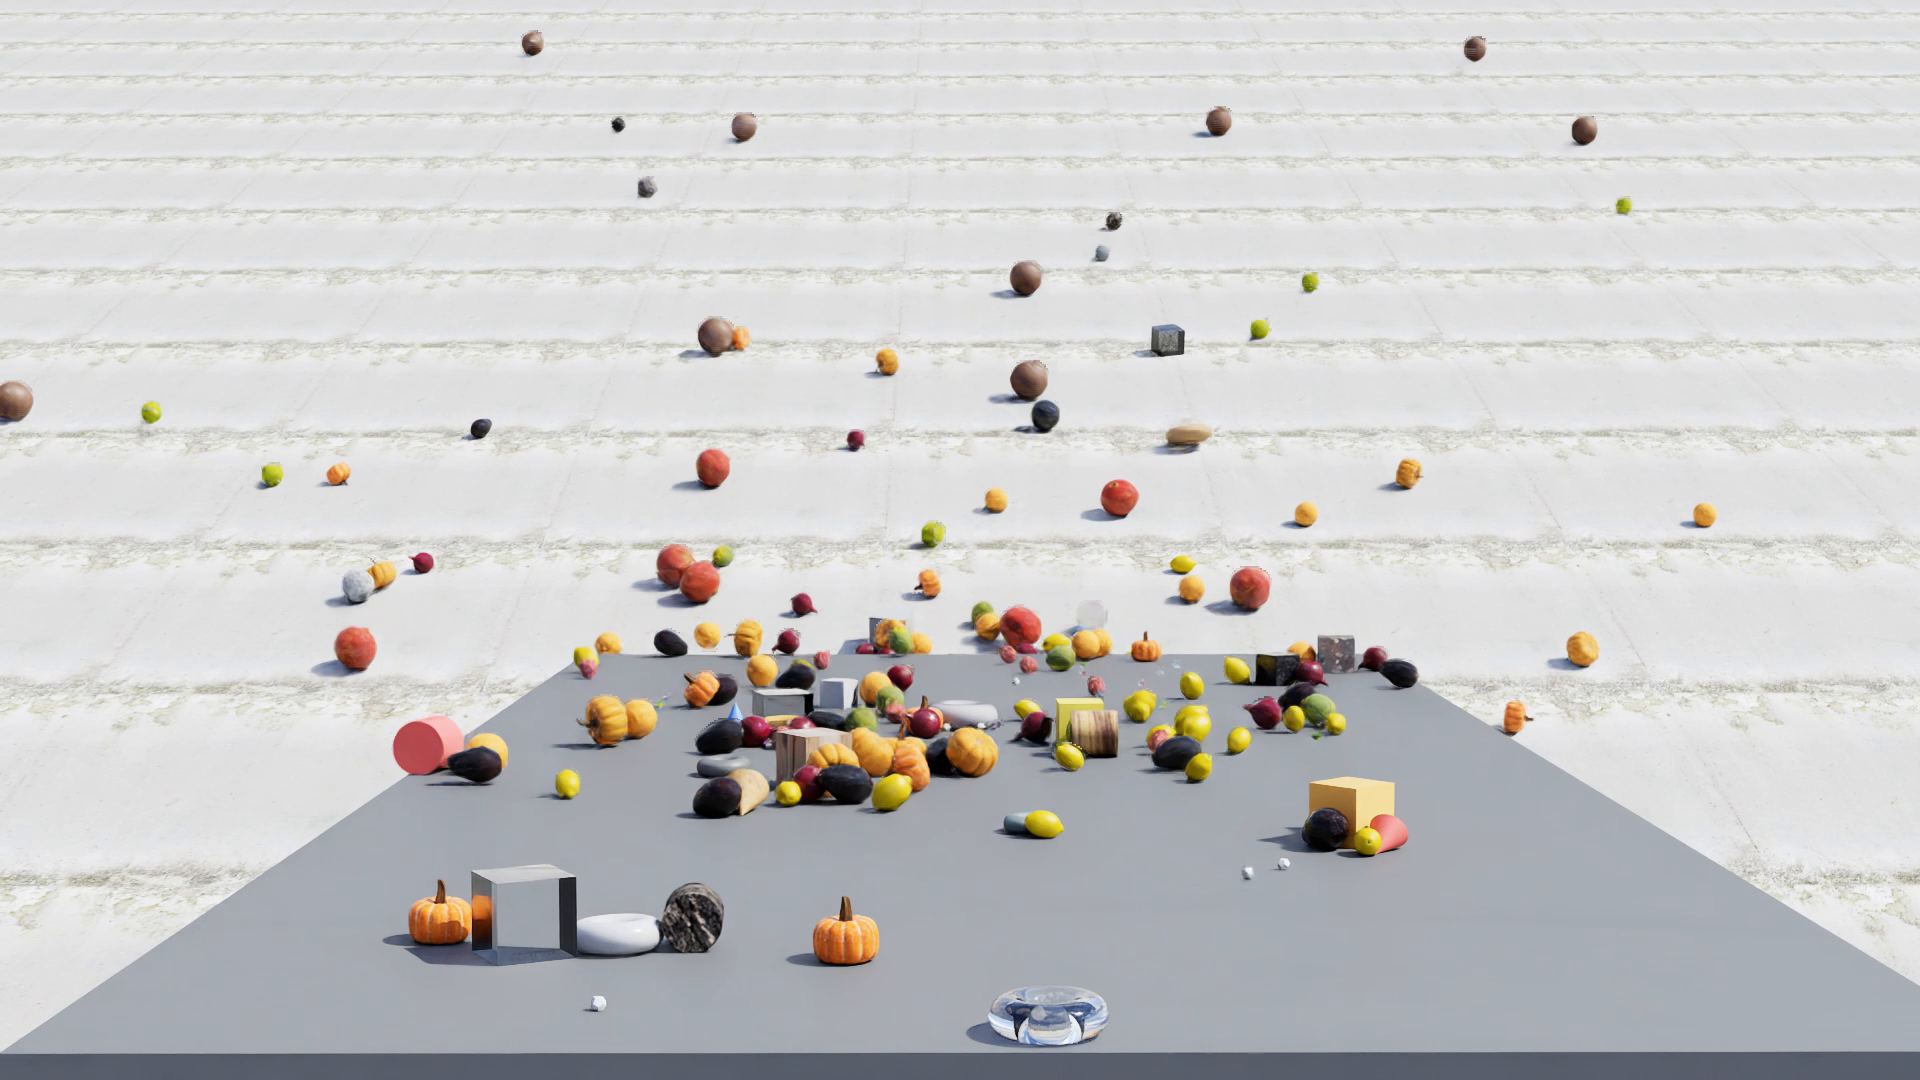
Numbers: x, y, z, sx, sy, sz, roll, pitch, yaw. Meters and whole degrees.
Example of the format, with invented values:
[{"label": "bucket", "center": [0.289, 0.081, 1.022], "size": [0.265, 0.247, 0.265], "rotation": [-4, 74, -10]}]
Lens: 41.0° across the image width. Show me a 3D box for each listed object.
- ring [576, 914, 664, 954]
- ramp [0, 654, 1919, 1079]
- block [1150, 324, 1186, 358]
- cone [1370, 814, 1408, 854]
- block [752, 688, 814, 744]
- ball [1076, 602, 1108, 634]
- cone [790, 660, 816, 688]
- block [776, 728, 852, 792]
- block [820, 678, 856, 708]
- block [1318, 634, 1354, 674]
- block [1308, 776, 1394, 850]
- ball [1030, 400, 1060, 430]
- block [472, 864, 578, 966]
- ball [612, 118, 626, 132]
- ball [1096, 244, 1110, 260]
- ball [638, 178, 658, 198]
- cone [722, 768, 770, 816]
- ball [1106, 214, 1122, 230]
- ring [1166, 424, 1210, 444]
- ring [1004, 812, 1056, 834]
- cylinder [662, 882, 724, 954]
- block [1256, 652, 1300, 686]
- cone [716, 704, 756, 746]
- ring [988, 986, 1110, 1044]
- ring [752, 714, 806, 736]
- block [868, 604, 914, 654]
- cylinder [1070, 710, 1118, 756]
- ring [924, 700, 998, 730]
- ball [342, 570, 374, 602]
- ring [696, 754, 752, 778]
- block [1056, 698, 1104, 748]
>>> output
[{"label": "ring", "center": [-0.401, 0.461, 3.007], "size": [0.111, 0.037, 0.111], "rotation": [-2, 0, 0]}, {"label": "ramp", "center": [0.049, 0.447, 4.532], "size": [2.000, 0.100, 4.000], "rotation": [0, 3, 0]}, {"label": "block", "center": [0.749, -0.719, 9.254], "size": [0.090, 0.090, 0.090], "rotation": [-8, 23, -19]}, {"label": "cone", "center": [0.601, 0.431, 3.662], "size": [0.058, 0.058, 0.058], "rotation": [11, 34, 26]}, {"label": "block", "center": [-0.335, 0.334, 4.861], "size": [0.093, 0.093, 0.093], "rotation": [-1, 3, -20]}, {"label": "ball", "center": [0.354, 0.207, 6.885], "size": [0.086, 0.086, 0.086], "rotation": [0, 21, 0]}, {"label": "cone", "center": [-0.367, 0.315, 5.796], "size": [0.066, 0.066, 0.066], "rotation": [7, 32, 17]}, {"label": "block", "center": [-0.243, 0.366, 4.278], "size": [0.091, 0.091, 0.091], "rotation": [-2, 4, -36]}, {"label": "block", "center": [-0.256, 0.322, 5.403], "size": [0.057, 0.057, 0.057], "rotation": [1, 3, 25]}, {"label": "block", "center": [0.891, 0.271, 6.091], "size": [0.084, 0.084, 0.084], "rotation": [0, 3, 6]}, {"label": "block", "center": [0.570, 0.396, 3.738], "size": [0.087, 0.087, 0.087], "rotation": [-3, 4, -42]}, {"label": "ball", "center": [0.281, -0.411, 8.452], "size": [0.099, 0.099, 0.099], "rotation": [0, 21, 0]}, {"label": "block", "center": [-0.506, 0.434, 2.981], "size": [0.095, 0.095, 0.095], "rotation": [-2, 4, -28]}, {"label": "ball", "center": [-1.690, -2.053, 12.712], "size": [0.068, 0.068, 0.068], "rotation": [0, 21, 0]}, {"label": "ball", "center": [0.581, -1.169, 10.449], "size": [0.062, 0.062, 0.062], "rotation": [0, 21, 0]}, {"label": "ball", "center": [-1.392, -1.567, 11.435], "size": [0.088, 0.088, 0.088], "rotation": [0, 21, 0]}, {"label": "cone", "center": [-0.338, 0.409, 4.007], "size": [0.075, 0.075, 0.075], "rotation": [0, 30, 0]}, {"label": "ball", "center": [0.652, -1.351, 10.904], "size": [0.071, 0.071, 0.071], "rotation": [0, 21, 0]}, {"label": "ring", "center": [0.735, -0.340, 8.282], "size": [0.149, 0.050, 0.149], "rotation": [-6, -6, -1]}, {"label": "ring", "center": [0.104, 0.422, 3.831], "size": [0.080, 0.027, 0.080], "rotation": [-1, 2, 0]}, {"label": "cylinder", "center": [-0.313, 0.444, 3.022], "size": [0.070, 0.070, 0.070], "rotation": [-2, 3, -4]}, {"label": "block", "center": [0.720, 0.293, 5.827], "size": [0.069, 0.069, 0.069], "rotation": [-2, 4, -35]}, {"label": "cone", "center": [-0.421, 0.343, 4.826], "size": [0.077, 0.077, 0.077], "rotation": [0, 3, 0]}, {"label": "ring", "center": [0.090, 0.481, 2.605], "size": [0.123, 0.041, 0.123], "rotation": [-1, 3, 0]}, {"label": "ring", "center": [-0.351, 0.357, 4.961], "size": [0.105, 0.035, 0.105], "rotation": [-1, 4, 0]}, {"label": "block", "center": [-0.180, 0.235, 6.793], "size": [0.100, 0.100, 0.100], "rotation": [4, 22, 10]}, {"label": "cylinder", "center": [0.242, 0.349, 4.647], "size": [0.083, 0.083, 0.083], "rotation": [0, 21, 1]}, {"label": "ring", "center": [0.003, 0.344, 5.069], "size": [0.146, 0.049, 0.146], "rotation": [1, 2, 0]}, {"label": "ball", "center": [-1.659, 0.127, 7.087], "size": [0.088, 0.088, 0.088], "rotation": [0, 21, 0]}, {"label": "ring", "center": [-0.405, 0.389, 4.414], "size": [0.094, 0.031, 0.094], "rotation": [-1, 4, 0]}, {"label": "block", "center": [0.224, 0.342, 4.798], "size": [0.083, 0.083, 0.083], "rotation": [0, 3, -2]}]
